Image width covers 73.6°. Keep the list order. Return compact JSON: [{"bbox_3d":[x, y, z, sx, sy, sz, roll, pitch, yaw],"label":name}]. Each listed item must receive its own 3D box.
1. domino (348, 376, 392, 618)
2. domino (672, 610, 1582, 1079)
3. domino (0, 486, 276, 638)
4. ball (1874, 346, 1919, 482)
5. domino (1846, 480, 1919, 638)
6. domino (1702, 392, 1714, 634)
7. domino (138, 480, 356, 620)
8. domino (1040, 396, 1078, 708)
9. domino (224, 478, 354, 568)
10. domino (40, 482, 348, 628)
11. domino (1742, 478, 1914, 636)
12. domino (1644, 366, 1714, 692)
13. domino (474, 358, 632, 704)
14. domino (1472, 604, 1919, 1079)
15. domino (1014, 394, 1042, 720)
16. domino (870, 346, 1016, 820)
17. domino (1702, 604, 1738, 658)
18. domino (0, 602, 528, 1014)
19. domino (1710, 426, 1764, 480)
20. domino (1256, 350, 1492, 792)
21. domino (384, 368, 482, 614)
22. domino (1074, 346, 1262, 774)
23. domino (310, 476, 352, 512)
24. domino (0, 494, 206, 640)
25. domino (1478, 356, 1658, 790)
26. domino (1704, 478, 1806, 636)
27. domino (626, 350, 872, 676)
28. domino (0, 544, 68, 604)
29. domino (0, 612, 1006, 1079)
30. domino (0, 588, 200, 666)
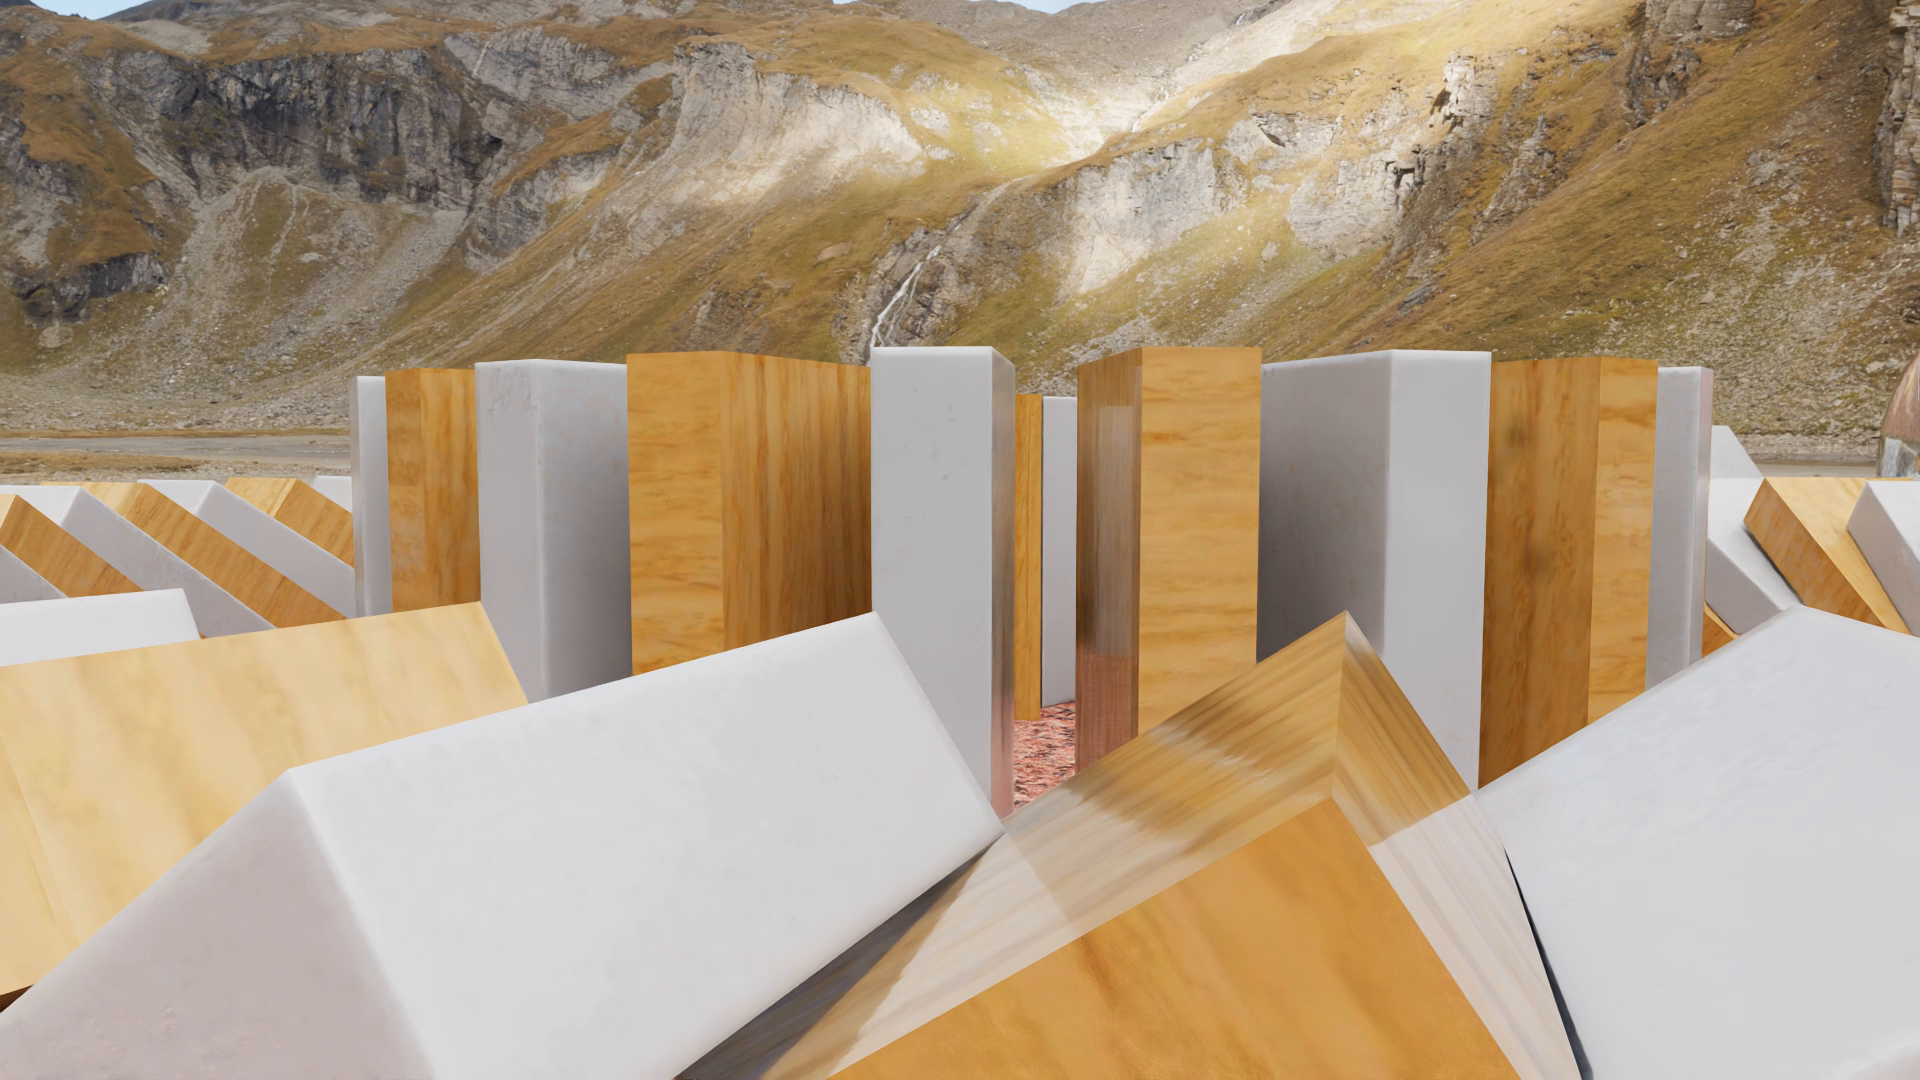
[{"bbox_3d":[-0.059,0.006,0.155,0.025,0.050,0.009,-3,5,-31],"label":"domino"},{"bbox_3d":[-0.007,0.021,0.042,0.050,0.010,0.025,-35,-6,17],"label":"domino"},{"bbox_3d":[-0.141,0.008,0.214,0.025,0.009,0.050,1,-30,12],"label":"domino"},{"bbox_3d":[0.206,-0.014,0.220,0.080,0.080,0.080,0,4,0],"label":"ball"},{"bbox_3d":[0.152,0.010,0.184,0.025,0.009,0.050,1,39,9],"label":"domino"},{"bbox_3d":[0.074,0.006,0.153,0.025,0.050,0.010,2,5,24],"label":"domino"},{"bbox_3d":[-0.134,0.006,0.251,0.025,0.009,0.050,2,-29,30],"label":"domino"},{"bbox_3d":[0.008,0.001,0.217,0.009,0.050,0.025,-4,6,-45],"label":"domino"},{"bbox_3d":[-0.126,0.005,0.267,0.025,0.009,0.050,3,-29,34],"label":"domino"},{"bbox_3d":[-0.139,0.007,0.233,0.025,0.009,0.050,2,-30,21],"label":"domino"},{"bbox_3d":[0.150,0.009,0.203,0.025,0.009,0.050,0,40,0],"label":"domino"},{"bbox_3d":[0.065,0.007,0.138,0.025,0.050,0.009,3,5,37],"label":"domino"},{"bbox_3d":[-0.034,0.008,0.128,0.009,0.050,0.025,3,5,37],"label":"domino"},{"bbox_3d":[0.012,0.021,0.041,0.050,0.009,0.025,-35,-2,11],"label":"domino"},{"bbox_3d":[0.000,0.003,0.201,0.025,0.050,0.010,0,4,1],"label":"domino"},{"bbox_3d":[-0.001,0.009,0.114,0.009,0.050,0.025,0,4,7],"label":"domino"},{"bbox_3d":[0.133,0.007,0.237,0.025,0.009,0.050,-2,40,-23],"label":"domino"},{"bbox_3d":[-0.042,0.021,0.053,0.050,0.009,0.025,-36,-14,27],"label":"domino"},{"bbox_3d":[0.172,-0.002,0.280,0.025,0.050,0.010,-3,-29,-35],"label":"domino"},{"bbox_3d":[0.035,0.009,0.117,0.010,0.050,0.025,-1,4,-17],"label":"domino"},{"bbox_3d":[-0.047,0.007,0.140,0.025,0.050,0.009,-4,6,-43],"label":"domino"},{"bbox_3d":[0.017,0.009,0.114,0.009,0.050,0.025,0,4,-6],"label":"domino"},{"bbox_3d":[-0.117,0.003,0.283,0.025,0.009,0.050,4,-28,40],"label":"domino"},{"bbox_3d":[-0.140,0.010,0.195,0.025,0.009,0.050,0,-30,4],"label":"domino"},{"bbox_3d":[0.052,0.008,0.125,0.009,0.050,0.025,-3,5,-34],"label":"domino"},{"bbox_3d":[0.142,0.008,0.221,0.025,0.009,0.050,-1,39,-14],"label":"domino"},{"bbox_3d":[-0.018,0.009,0.119,0.010,0.050,0.025,2,5,26],"label":"domino"},{"bbox_3d":[-0.138,0.011,0.177,0.025,0.010,0.050,0,-29,-2],"label":"domino"},{"bbox_3d":[-0.025,0.021,0.046,0.050,0.009,0.025,-35,-10,23],"label":"domino"},{"bbox_3d":[-0.058,0.020,0.061,0.050,0.009,0.025,-37,-17,31],"label":"domino"}]
